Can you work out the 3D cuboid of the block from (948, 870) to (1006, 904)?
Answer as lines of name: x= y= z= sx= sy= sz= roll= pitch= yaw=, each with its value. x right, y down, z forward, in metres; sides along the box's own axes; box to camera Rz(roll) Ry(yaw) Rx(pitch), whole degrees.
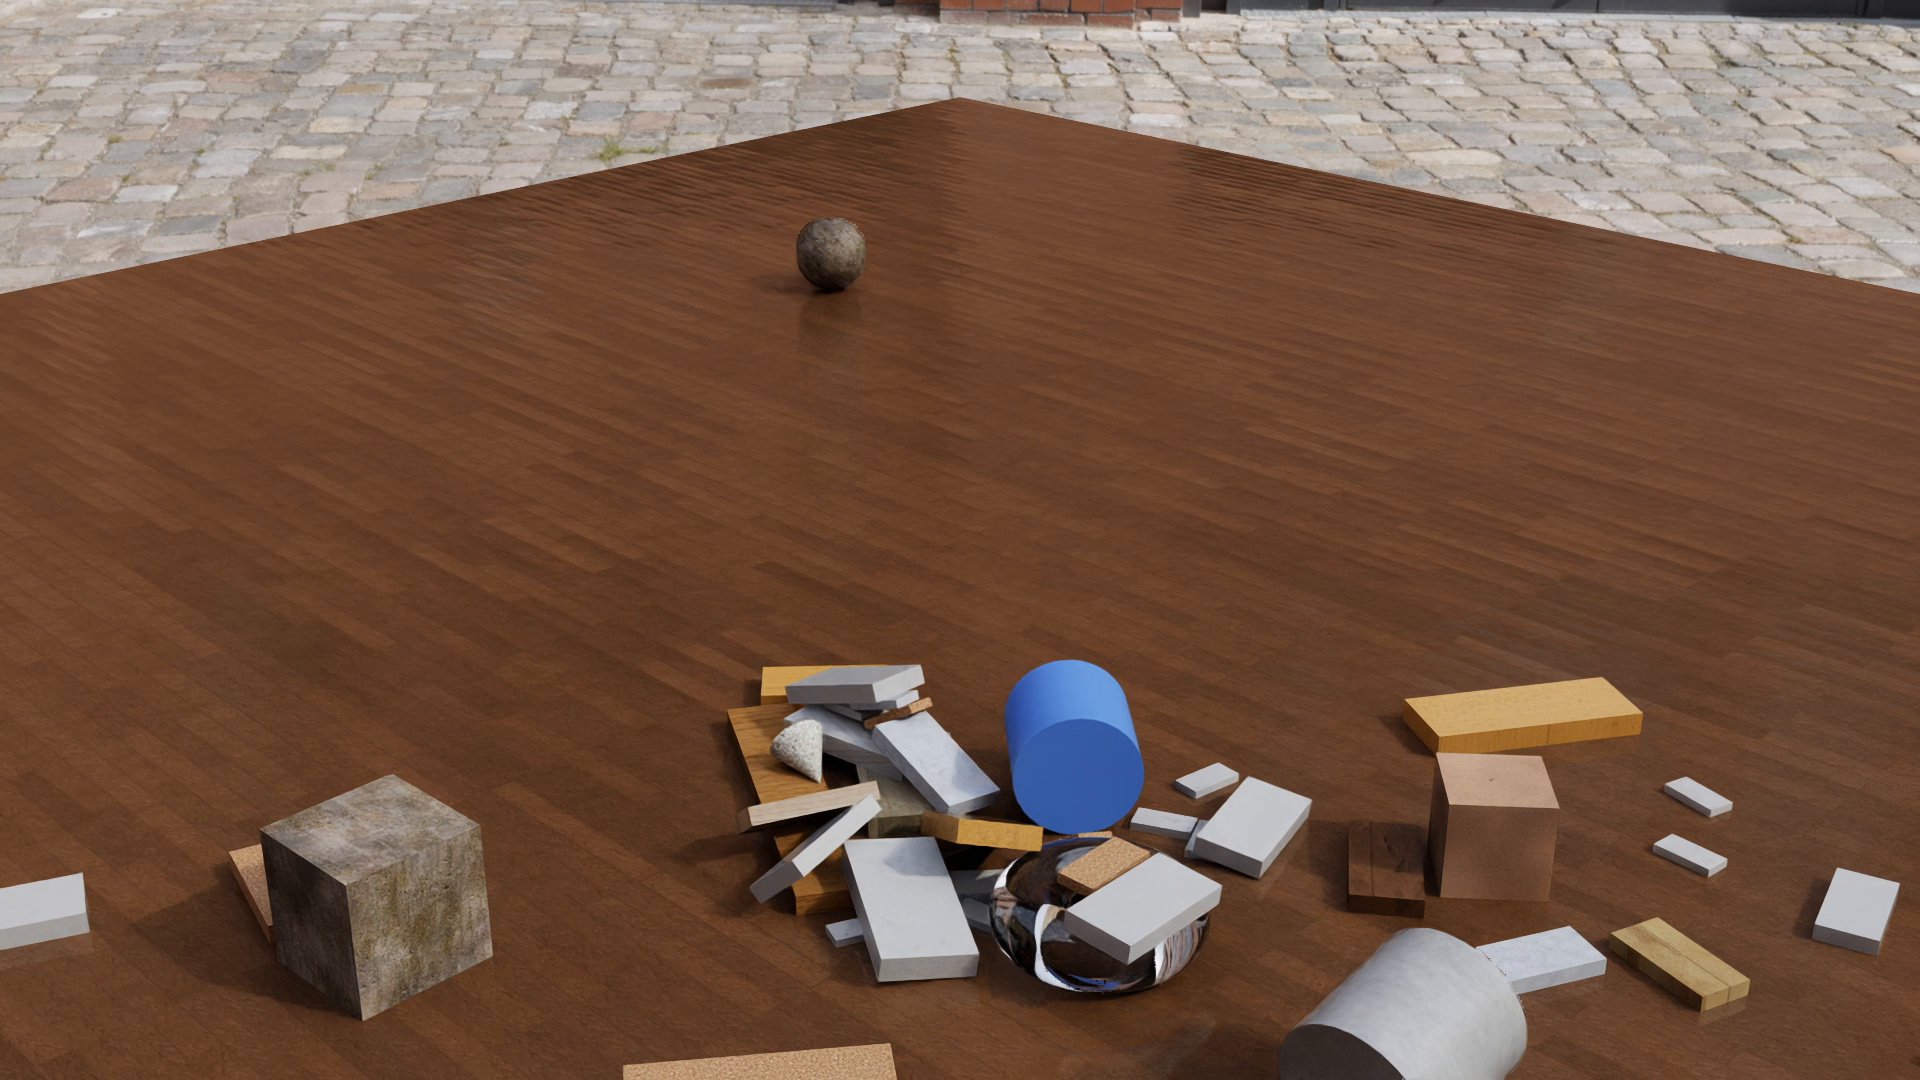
block: x=0.018 y=0.659 z=4.178 sx=0.163 sy=0.023 sz=0.081 roll=-1 pitch=23 yaw=-3

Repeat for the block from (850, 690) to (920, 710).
block: x=-0.158 y=0.333 z=4.572 sx=0.136 sy=0.019 sz=0.068 roll=-6 pitch=10 yaw=42

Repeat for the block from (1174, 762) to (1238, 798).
block: x=0.512 y=0.499 z=4.563 sx=0.123 sy=0.017 sz=0.062 roll=-17 pitch=28 yaw=-34

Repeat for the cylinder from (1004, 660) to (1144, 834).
cylinder: x=0.226 y=0.416 z=4.446 sx=0.260 sy=0.260 sz=0.260 roll=-1 pitch=23 yaw=-3

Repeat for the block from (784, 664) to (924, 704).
block: x=-0.225 y=0.306 z=4.656 sx=0.283 sy=0.040 sz=0.142 roll=-5 pitch=10 yaw=46

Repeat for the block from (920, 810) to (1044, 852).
block: x=0.038 y=0.552 z=4.186 sx=0.160 sy=0.045 sz=0.319 roll=7 pitch=-6 yaw=-12

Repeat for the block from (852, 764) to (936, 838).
block: x=-0.127 y=0.505 z=4.513 sx=0.160 sy=0.045 sz=0.320 roll=-3 pitch=23 yaw=-8

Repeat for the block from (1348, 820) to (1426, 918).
block: x=0.817 y=0.630 z=4.226 sx=0.140 sy=0.040 sz=0.279 roll=4 pitch=23 yaw=8

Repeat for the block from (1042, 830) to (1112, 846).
block: x=0.210 y=0.586 z=4.216 sx=0.081 sy=0.023 sz=0.163 roll=1 pitch=-16 yaw=-36

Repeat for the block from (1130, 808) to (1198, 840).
block: x=0.409 y=0.568 z=4.400 sx=0.123 sy=0.017 sz=0.062 roll=8 pitch=24 yaw=18

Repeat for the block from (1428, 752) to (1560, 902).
block: x=1.018 y=0.548 z=4.212 sx=0.202 sy=0.202 sz=0.202 roll=2 pitch=23 yaw=4

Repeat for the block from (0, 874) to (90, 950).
block: x=-1.772 y=0.699 z=4.058 sx=0.299 sy=0.042 sz=0.149 roll=-9 pitch=25 yaw=-21

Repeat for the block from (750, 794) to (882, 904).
block: x=-0.270 y=0.580 z=4.144 sx=0.131 sy=0.037 sz=0.278 roll=-36 pitch=0 yaw=36

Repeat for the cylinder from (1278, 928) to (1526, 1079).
cylinder: x=0.696 y=0.803 z=3.460 sx=0.279 sy=0.279 sz=0.279 roll=20 pitch=39 yaw=39

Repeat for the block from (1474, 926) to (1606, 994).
block: x=1.028 y=0.756 z=3.939 sx=0.226 sy=0.032 sz=0.113 roll=-8 pitch=24 yaw=-19

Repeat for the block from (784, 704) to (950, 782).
block: x=-0.197 y=0.410 z=4.620 sx=0.319 sy=0.045 sz=0.160 roll=17 pitch=28 yaw=34

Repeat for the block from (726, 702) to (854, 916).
block: x=-0.338 y=0.528 z=4.464 sx=0.142 sy=0.040 sz=0.781 roll=-6 pitch=24 yaw=-14

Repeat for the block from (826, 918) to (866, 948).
block: x=-0.186 y=0.718 z=4.049 sx=0.112 sy=0.016 sz=0.056 roll=-10 pitch=25 yaw=-21

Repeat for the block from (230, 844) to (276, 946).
block: x=-1.268 y=0.656 z=4.160 sx=0.149 sy=0.042 sz=0.299 roll=-13 pitch=26 yaw=-27

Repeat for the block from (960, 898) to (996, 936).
block: x=0.043 y=0.701 z=4.089 sx=0.112 sy=0.016 sz=0.056 roll=15 pitch=27 yaw=32

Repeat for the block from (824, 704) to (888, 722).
block: x=-0.222 y=0.350 z=4.654 sx=0.068 sy=0.019 sz=0.136 roll=-18 pitch=20 yaw=-36

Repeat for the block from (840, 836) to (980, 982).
block: x=-0.097 y=0.673 z=4.043 sx=0.179 sy=0.051 sz=0.358 roll=0 pitch=28 yaw=-15

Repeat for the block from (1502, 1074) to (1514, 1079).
block: x=0.853 y=0.906 z=3.584 sx=0.117 sy=0.033 sz=0.491 roll=-14 pitch=27 yaw=-30

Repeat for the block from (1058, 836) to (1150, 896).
block: x=0.261 y=0.594 z=3.988 sx=0.081 sy=0.023 sz=0.163 roll=20 pitch=32 yaw=39

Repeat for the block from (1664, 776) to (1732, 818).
block: x=1.510 y=0.525 z=4.500 sx=0.062 sy=0.018 sz=0.124 roll=-13 pitch=26 yaw=-27

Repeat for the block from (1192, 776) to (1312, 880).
block: x=0.580 y=0.565 z=4.348 sx=0.140 sy=0.040 sz=0.279 roll=19 pitch=28 yaw=22

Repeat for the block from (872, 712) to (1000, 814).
block: x=-0.050 y=0.454 z=4.455 sx=0.131 sy=0.037 sz=0.262 roll=-13 pitch=42 yaw=-37

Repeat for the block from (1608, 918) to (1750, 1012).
block: x=1.285 y=0.758 z=3.934 sx=0.113 sy=0.032 sz=0.226 roll=-12 pitch=26 yaw=-25

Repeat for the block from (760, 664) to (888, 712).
block: x=-0.301 y=0.331 z=4.928 sx=0.283 sy=0.040 sz=0.142 roll=-1 pitch=23 yaw=-2

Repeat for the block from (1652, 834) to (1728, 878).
block: x=1.424 y=0.615 z=4.289 sx=0.062 sy=0.018 sz=0.124 roll=-18 pitch=29 yaw=-36

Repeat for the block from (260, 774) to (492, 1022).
block: x=-1.039 y=0.631 z=3.925 sx=0.273 sy=0.273 sz=0.273 roll=20 pitch=30 yaw=39

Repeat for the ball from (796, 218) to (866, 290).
ball: x=-0.459 y=-1.018 z=7.840 sx=0.251 sy=0.251 sz=0.251 roll=0 pitch=23 yaw=0

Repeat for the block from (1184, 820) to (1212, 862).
block: x=0.488 y=0.594 z=4.339 sx=0.062 sy=0.017 sz=0.123 roll=8 pitch=24 yaw=18

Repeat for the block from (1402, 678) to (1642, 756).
block: x=1.224 y=0.384 z=4.790 sx=0.474 sy=0.051 sz=0.179 roll=-5 pitch=24 yaw=-12

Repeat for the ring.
ring: x=0.253 y=0.677 z=3.993 sx=0.403 sy=0.134 sz=0.403 roll=1 pitch=24 yaw=0

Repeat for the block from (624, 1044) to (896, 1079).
block: x=-0.325 y=0.900 z=3.584 sx=0.442 sy=0.042 sz=0.149 roll=-3 pitch=23 yaw=-7

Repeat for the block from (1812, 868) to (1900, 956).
block: x=1.669 y=0.690 z=4.094 sx=0.113 sy=0.032 sz=0.226 roll=13 pitch=26 yaw=28

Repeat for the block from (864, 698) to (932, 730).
block: x=-0.129 y=0.360 z=4.557 sx=0.136 sy=0.019 sz=0.068 roll=-23 pitch=-4 yaw=40

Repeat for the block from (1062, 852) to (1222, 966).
block: x=0.323 y=0.644 z=3.862 sx=0.140 sy=0.040 sz=0.279 roll=24 pitch=30 yaw=34

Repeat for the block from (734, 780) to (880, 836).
block: x=-0.300 y=0.523 z=4.287 sx=0.262 sy=0.037 sz=0.131 roll=-10 pitch=-12 yaw=-21
